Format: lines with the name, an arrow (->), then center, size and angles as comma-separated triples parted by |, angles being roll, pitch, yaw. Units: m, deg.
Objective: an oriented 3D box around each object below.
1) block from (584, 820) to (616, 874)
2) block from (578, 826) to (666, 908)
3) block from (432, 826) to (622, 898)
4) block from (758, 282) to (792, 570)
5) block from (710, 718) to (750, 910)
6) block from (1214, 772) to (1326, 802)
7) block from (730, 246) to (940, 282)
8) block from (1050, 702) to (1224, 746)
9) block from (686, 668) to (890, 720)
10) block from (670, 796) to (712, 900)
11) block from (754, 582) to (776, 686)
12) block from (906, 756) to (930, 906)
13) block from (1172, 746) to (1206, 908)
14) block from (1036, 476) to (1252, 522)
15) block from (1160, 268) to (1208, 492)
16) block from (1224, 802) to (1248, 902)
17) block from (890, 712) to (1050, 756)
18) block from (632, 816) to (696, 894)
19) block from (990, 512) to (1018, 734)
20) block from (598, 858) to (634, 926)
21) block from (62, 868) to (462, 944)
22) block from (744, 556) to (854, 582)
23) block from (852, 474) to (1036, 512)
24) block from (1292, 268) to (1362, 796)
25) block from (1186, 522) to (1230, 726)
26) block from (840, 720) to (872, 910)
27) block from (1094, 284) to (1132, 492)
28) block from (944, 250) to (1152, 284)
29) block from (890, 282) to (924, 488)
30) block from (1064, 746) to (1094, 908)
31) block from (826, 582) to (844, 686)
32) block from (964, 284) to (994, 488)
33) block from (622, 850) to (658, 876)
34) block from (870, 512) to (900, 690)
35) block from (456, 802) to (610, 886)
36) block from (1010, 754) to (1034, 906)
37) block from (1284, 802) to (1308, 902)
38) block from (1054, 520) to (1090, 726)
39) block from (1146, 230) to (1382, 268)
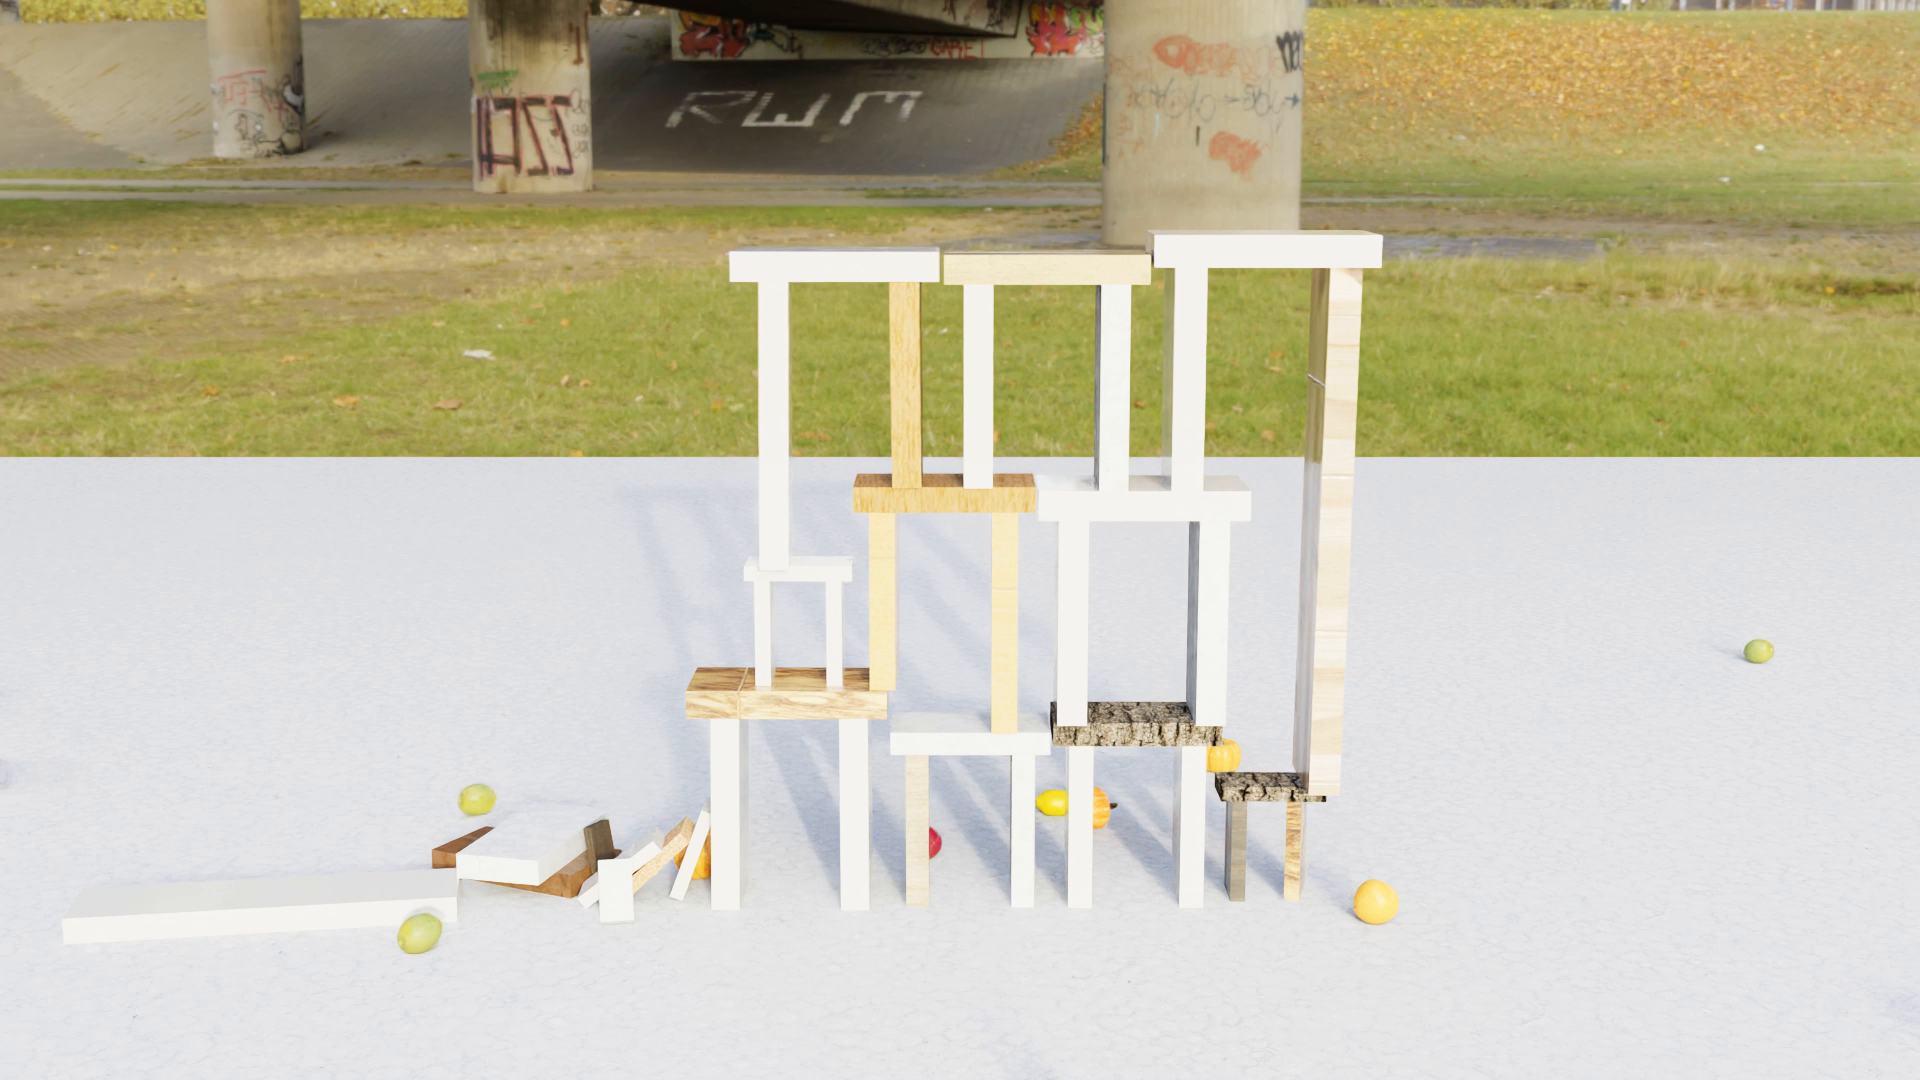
block -> -0.603, 0.529, 3.703 | 0.015, 0.106, 0.053 | -7, 6, 28
block -> -0.558, 0.540, 3.628 | 0.158, 0.022, 0.079 | -37, 10, 4
block -> -0.742, 0.550, 3.769 | 0.292, 0.041, 0.146 | 5, 12, 26
block -> -0.295, -0.191, 3.527 | 0.046, 0.456, 0.162 | 0, 11, -2
block -> -0.380, 0.431, 3.640 | 0.046, 0.322, 0.161 | 1, 11, 0
block -> 0.512, 0.408, 3.634 | 0.173, 0.024, 0.086 | 0, 11, -1
block -> -0.194, -0.437, 3.481 | 0.323, 0.046, 0.162 | 0, 11, 0
block -> 0.287, 0.302, 3.616 | 0.274, 0.039, 0.137 | 0, 11, 0
block -> -0.279, 0.250, 3.607 | 0.322, 0.046, 0.161 | 0, 11, 0
block -> -0.441, 0.513, 3.658 | 0.022, 0.157, 0.079 | 20, 10, -3
block -> -0.318, 0.143, 3.585 | 0.024, 0.173, 0.086 | 0, 11, 0
block -> -0.069, 0.463, 3.646 | 0.037, 0.258, 0.129 | 0, 11, 0
block -> 0.379, 0.455, 3.646 | 0.039, 0.274, 0.137 | 0, 11, 0
block -> 0.291, -0.068, 3.546 | 0.334, 0.047, 0.167 | 0, 11, 0
block -> 0.357, -0.264, 3.513 | 0.050, 0.350, 0.175 | 0, 11, 0
block -> 0.458, 0.504, 3.657 | 0.024, 0.173, 0.086 | 0, 11, 0
block -> 0.017, 0.318, 3.618 | 0.258, 0.037, 0.129 | 0, 11, 0
block -> -0.506, 0.530, 3.642 | 0.157, 0.022, 0.079 | -42, 9, 10
block -> 0.072, 0.122, 3.584 | 0.041, 0.362, 0.144 | 0, 11, 0
block -> -0.555, 0.567, 3.548 | 0.053, 0.106, 0.015 | -2, -32, -10
block -> -1.117, 0.590, 3.557 | 0.601, 0.041, 0.146 | -2, 11, -9
block -> -0.260, 0.046, 3.568 | 0.173, 0.024, 0.086 | 0, 11, 0
block -> -0.025, -0.076, 3.548 | 0.289, 0.041, 0.144 | 0, 11, 0
block -> 0.592, -0.020, 3.556 | 0.050, 0.846, 0.175 | 1, 11, 0
block -> 0.402, 0.119, 3.580 | 0.047, 0.334, 0.167 | 0, 11, 0
block -> -0.171, 0.431, 3.640 | 0.046, 0.322, 0.161 | 0, 11, 0
block -> 0.242, -0.250, 3.509 | 0.045, 0.324, 0.160 | 0, 11, 0
block -> 0.135, -0.432, 3.476 | 0.319, 0.045, 0.160 | 0, 11, 0
block -> -0.085, -0.255, 3.513 | 0.046, 0.323, 0.162 | 0, 11, 0
block -> 0.196, 0.455, 3.646 | 0.039, 0.274, 0.137 | 0, 11, 0
block -> -0.203, 0.144, 3.585 | 0.024, 0.173, 0.086 | 0, 11, 0
block -> 0.028, -0.253, 3.510 | 0.045, 0.319, 0.160 | 0, 11, 0
block -> -0.560, 0.558, 3.798 | 0.053, 0.015, 0.106 | -4, 11, -19
block -> -0.122, 0.086, 3.578 | 0.041, 0.289, 0.144 | 0, 11, 1
block -> -0.721, 0.514, 3.739 | 0.146, 0.041, 0.292 | 3, 11, 14
block -> 0.103, 0.463, 3.646 | 0.037, 0.258, 0.129 | 0, 11, 0
block -> 0.559, 0.504, 3.660 | 0.024, 0.173, 0.086 | 3, 11, 15
block -> 0.180, 0.119, 3.581 | 0.047, 0.334, 0.167 | 0, 11, 0
block -> 0.476, -0.461, 3.475 | 0.350, 0.050, 0.175 | 0, 11, 0
